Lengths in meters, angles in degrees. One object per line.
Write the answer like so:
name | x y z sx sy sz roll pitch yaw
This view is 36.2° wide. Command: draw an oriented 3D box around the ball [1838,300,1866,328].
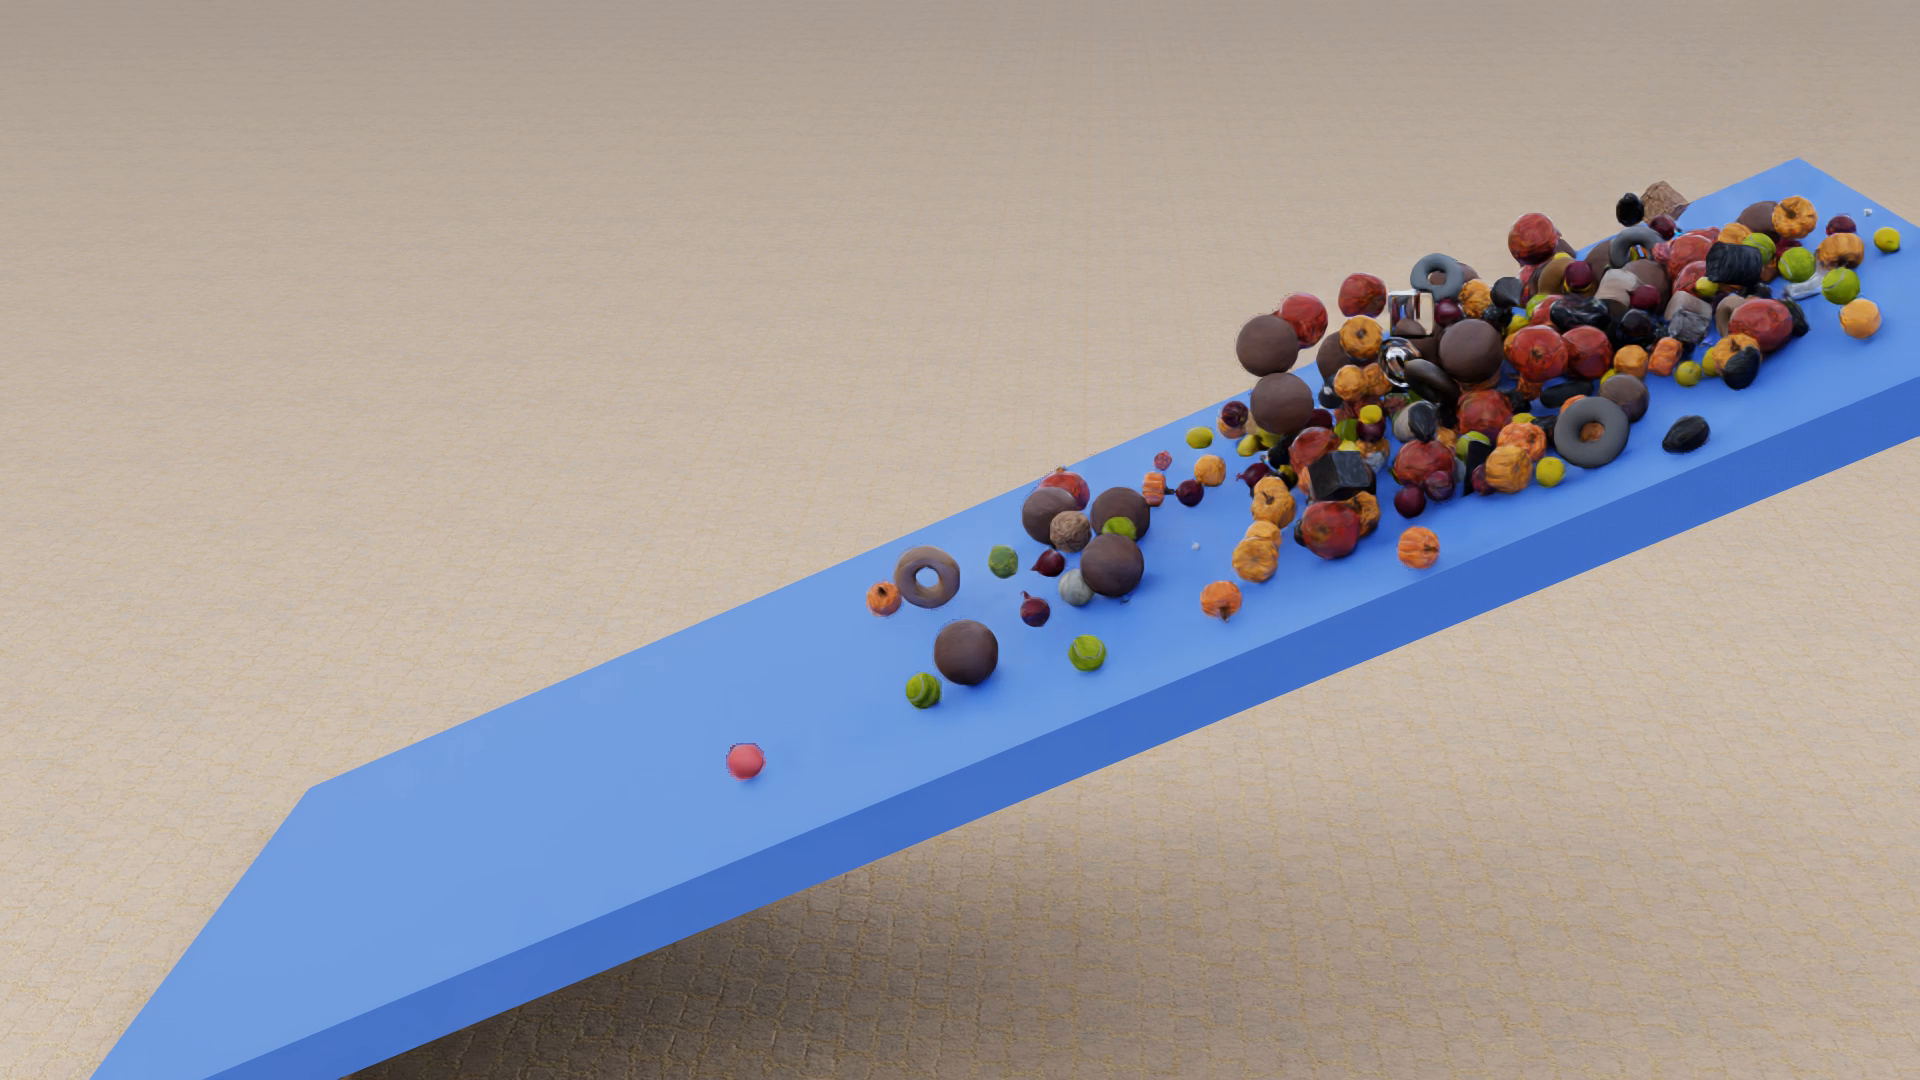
ball | 1.661 -0.420 5.474 0.051 0.051 0.051 0 15 0

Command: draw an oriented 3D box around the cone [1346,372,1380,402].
cone | 0.904 -0.325 6.521 0.090 0.090 0.090 -1 12 -40

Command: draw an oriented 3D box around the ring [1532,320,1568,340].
ring | 1.245 -0.443 6.214 0.079 0.026 0.079 19 -4 1

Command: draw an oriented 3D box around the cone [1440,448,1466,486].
cone | 0.947 -0.149 5.675 0.067 0.067 0.067 -24 13 6

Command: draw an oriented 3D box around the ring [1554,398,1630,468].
ring | 1.154 -0.196 5.376 0.139 0.139 0.046 10 -17 32

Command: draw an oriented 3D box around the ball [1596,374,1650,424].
ball | 1.244 -0.264 5.515 0.097 0.097 0.097 0 15 0

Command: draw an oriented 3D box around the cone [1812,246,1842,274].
cone | 1.744 -0.556 5.920 0.058 0.058 0.058 5 -6 19

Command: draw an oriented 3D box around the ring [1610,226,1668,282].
ring | 1.431 -0.602 6.202 0.126 0.126 0.042 7 26 26

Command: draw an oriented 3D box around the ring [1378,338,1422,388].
ring | 0.901 -0.363 6.010 0.037 0.111 0.111 -32 31 -31

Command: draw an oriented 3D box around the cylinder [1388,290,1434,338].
cylinder | 0.941 -0.471 6.128 0.092 0.092 0.092 -4 10 1

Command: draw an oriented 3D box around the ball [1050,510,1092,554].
ball | 0.241 -0.018 6.398 0.094 0.094 0.094 0 15 0

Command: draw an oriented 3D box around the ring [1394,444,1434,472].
ring | 0.910 -0.165 5.894 0.089 0.030 0.089 -24 13 6

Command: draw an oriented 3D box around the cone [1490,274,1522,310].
cone | 1.098 -0.479 5.834 0.069 0.069 0.069 -7 45 -25

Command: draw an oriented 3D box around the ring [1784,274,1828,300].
ring | 1.674 -0.500 5.821 0.091 0.030 0.091 -23 14 6

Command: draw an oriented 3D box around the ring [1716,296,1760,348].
ring | 1.495 -0.420 5.659 0.035 0.106 0.106 -19 22 -23

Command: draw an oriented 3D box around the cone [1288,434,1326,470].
cone | 0.743 -0.197 6.164 0.077 0.077 0.077 30 32 -21

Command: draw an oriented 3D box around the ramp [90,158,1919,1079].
ramp | 0.132 0.170 6.284 4.000 0.100 2.000 -23 13 8

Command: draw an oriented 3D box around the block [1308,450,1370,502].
block | 0.704 -0.118 5.471 0.071 0.071 0.071 -2 -22 -35

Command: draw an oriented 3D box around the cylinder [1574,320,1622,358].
cylinder | 1.293 -0.408 5.950 0.077 0.077 0.077 11 10 36

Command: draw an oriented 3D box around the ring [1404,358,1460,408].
ring | 0.945 -0.314 5.893 0.129 0.043 0.129 36 -11 8

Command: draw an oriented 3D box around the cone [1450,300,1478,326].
cone | 1.178 -0.509 6.776 0.067 0.067 0.067 -9 32 -29

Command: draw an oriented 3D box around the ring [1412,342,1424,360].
ring | 0.960 -0.383 6.360 0.105 0.105 0.035 -7 -2 -25

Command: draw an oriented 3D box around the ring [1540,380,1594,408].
ring | 1.201 -0.290 5.821 0.108 0.036 0.108 -17 6 2

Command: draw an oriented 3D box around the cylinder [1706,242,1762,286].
cylinder | 1.528 -0.544 5.805 0.080 0.080 0.080 6 13 -15

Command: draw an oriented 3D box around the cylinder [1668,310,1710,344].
cylinder | 1.380 -0.403 5.568 0.054 0.054 0.054 17 11 -16

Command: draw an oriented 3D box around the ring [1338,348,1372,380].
ring | 0.903 -0.398 6.715 0.031 0.094 0.094 2 11 -40

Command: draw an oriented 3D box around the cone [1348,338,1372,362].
cone | 0.837 -0.410 6.180 0.054 0.054 0.054 0 27 -1

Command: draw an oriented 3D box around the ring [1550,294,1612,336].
ring | 1.242 -0.451 5.889 0.122 0.041 0.122 0 37 0

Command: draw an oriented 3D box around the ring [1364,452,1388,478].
ring | 0.820 -0.143 5.924 0.098 0.033 0.098 -40 -2 -2

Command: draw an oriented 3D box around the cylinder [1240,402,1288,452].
cylinder | 0.669 -0.249 6.470 0.079 0.079 0.079 -25 -20 -10

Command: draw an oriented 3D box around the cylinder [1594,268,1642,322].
cylinder | 1.340 -0.494 6.003 0.084 0.084 0.084 9 54 29

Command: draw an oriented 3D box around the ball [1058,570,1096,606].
ball | 0.237 0.097 5.984 0.076 0.076 0.076 0 15 0

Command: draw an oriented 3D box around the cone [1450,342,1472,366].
cone | 1.122 -0.410 6.495 0.054 0.054 0.054 0 14 -27

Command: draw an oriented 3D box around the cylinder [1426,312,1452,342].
cylinder | 1.055 -0.472 6.500 0.057 0.057 0.057 -8 14 10

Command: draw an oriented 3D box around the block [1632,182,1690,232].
block | 1.519 -0.722 6.376 0.076 0.076 0.076 45 30 19

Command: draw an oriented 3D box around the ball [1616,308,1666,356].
ball | 1.366 -0.416 5.902 0.096 0.096 0.096 0 15 0

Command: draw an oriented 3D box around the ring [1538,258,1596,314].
ring | 1.292 -0.529 6.257 0.049 0.146 0.146 -21 24 -33

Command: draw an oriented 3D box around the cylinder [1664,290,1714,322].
cylinder | 1.459 -0.456 5.889 0.068 0.068 0.068 24 10 -14

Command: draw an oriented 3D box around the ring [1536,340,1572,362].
ring | 1.252 -0.399 6.206 0.080 0.027 0.080 -23 12 5

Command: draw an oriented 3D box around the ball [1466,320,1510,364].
ball | 1.124 -0.421 6.254 0.091 0.091 0.091 0 15 0

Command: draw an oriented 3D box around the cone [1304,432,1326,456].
cone | 0.748 -0.207 6.298 0.058 0.058 0.058 -24 13 6

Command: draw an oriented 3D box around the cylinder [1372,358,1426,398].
cylinder | 0.964 -0.362 6.431 0.091 0.091 0.091 -7 1 -26

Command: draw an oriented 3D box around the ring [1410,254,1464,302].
ring | 1.030 -0.565 6.352 0.115 0.115 0.038 2 -19 9

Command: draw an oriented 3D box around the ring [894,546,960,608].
ring | -0.070 0.080 6.355 0.144 0.144 0.048 1 22 5

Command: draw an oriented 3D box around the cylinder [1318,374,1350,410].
cylinder | 0.781 -0.309 6.149 0.053 0.053 0.053 -3 -29 -11

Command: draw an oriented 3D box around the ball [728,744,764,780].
ball | -0.426 0.441 5.847 0.070 0.070 0.070 0 15 0

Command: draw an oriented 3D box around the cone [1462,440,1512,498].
cone | 0.975 -0.119 5.553 0.098 0.098 0.098 34 -10 7
